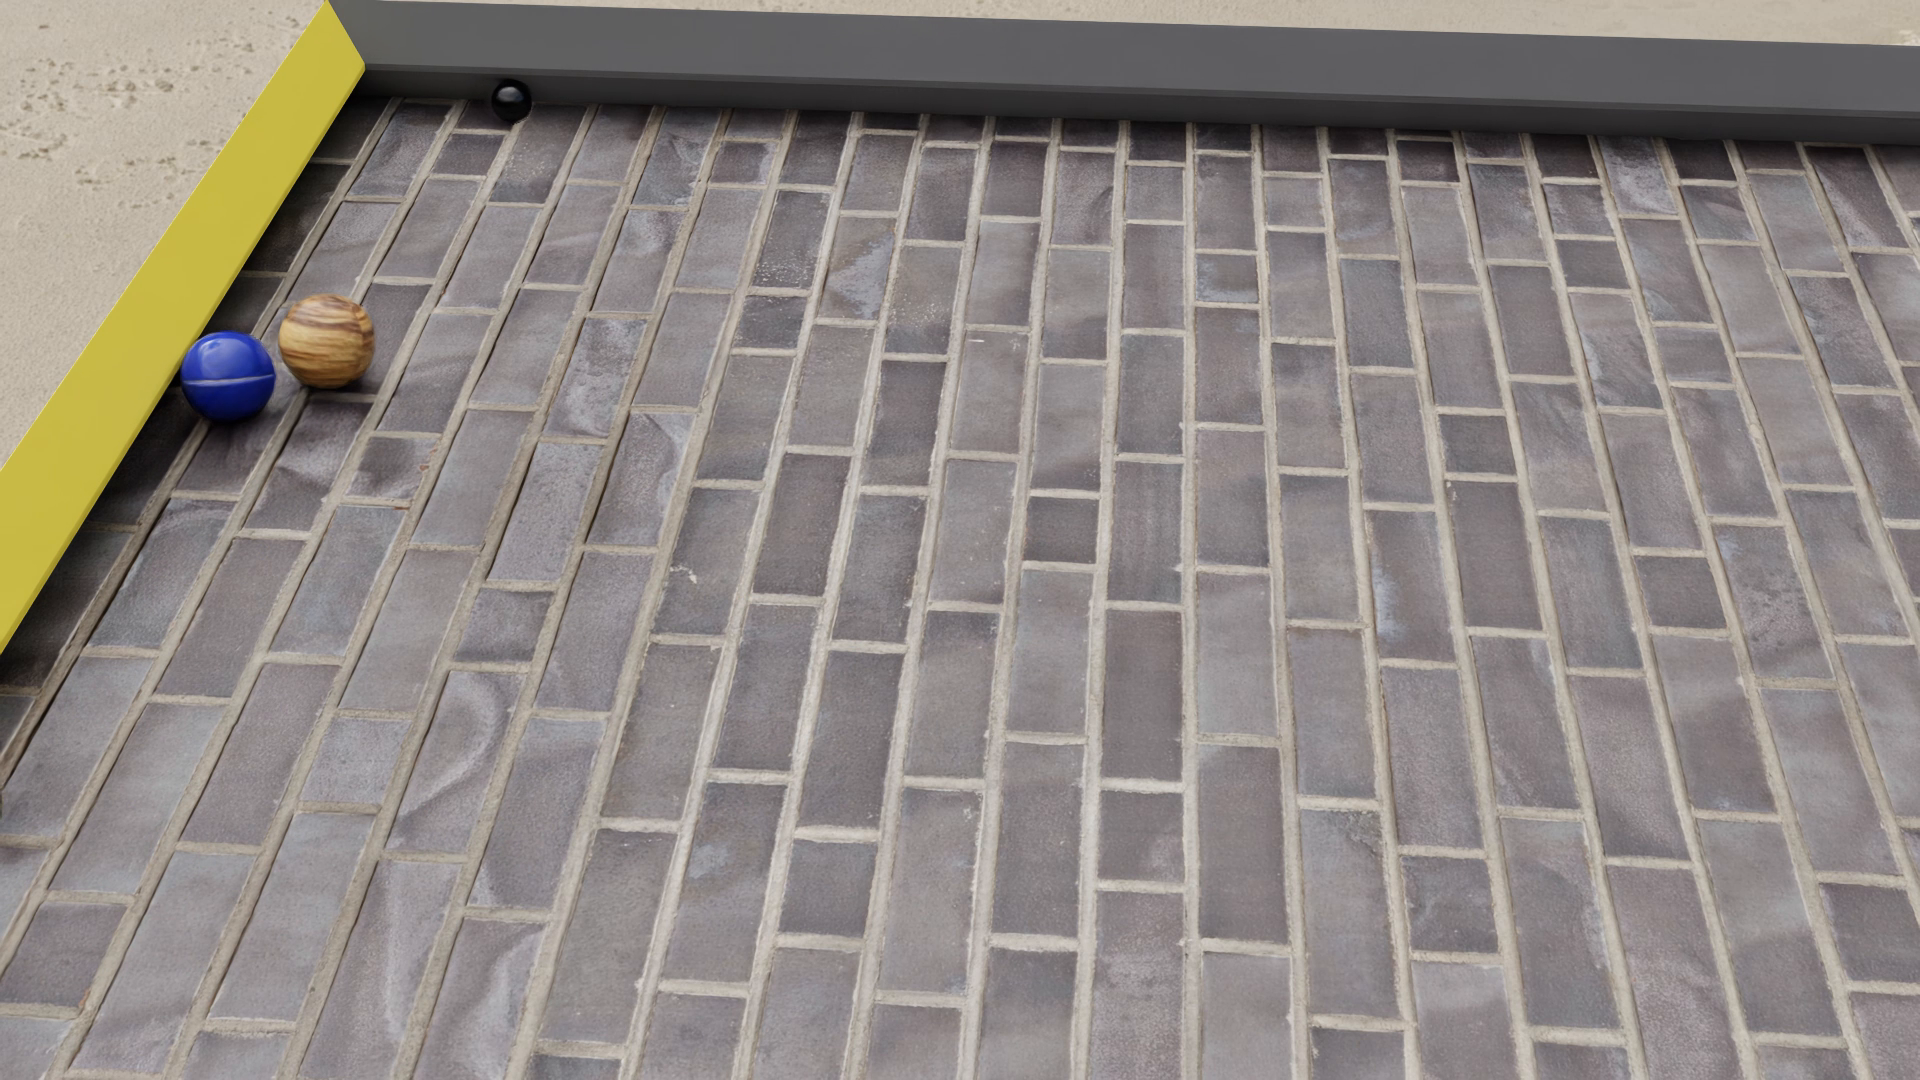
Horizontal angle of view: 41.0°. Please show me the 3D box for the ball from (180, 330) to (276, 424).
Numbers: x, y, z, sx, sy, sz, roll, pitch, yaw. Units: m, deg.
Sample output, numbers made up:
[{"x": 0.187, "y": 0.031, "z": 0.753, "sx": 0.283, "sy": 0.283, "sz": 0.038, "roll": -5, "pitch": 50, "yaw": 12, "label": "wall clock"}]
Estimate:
[{"x": -0.598, "y": -0.133, "z": 2.096, "sx": 0.075, "sy": 0.075, "sz": 0.075, "roll": 0, "pitch": 35, "yaw": 0, "label": "ball"}]

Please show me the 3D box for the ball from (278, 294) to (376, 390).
[{"x": -0.527, "y": -0.165, "z": 2.138, "sx": 0.079, "sy": 0.079, "sz": 0.079, "roll": 0, "pitch": 35, "yaw": 0, "label": "ball"}]

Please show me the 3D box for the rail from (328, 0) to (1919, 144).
[{"x": 0.749, "y": -0.428, "z": 2.492, "sx": 2.778, "sy": 0.103, "sz": 0.045, "roll": 2, "pitch": 35, "yaw": 3, "label": "rail"}]

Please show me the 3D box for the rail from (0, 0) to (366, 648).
[{"x": -0.669, "y": -0.046, "z": 1.944, "sx": 0.045, "sy": 0.103, "sz": 1.587, "roll": 2, "pitch": 35, "yaw": 3, "label": "rail"}]

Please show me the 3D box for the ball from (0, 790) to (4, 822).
[{"x": -0.653, "y": 0.174, "z": 1.672, "sx": 0.056, "sy": 0.056, "sz": 0.056, "roll": 0, "pitch": 35, "yaw": 0, "label": "ball"}]

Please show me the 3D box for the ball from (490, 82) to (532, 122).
[{"x": -0.448, "y": -0.438, "z": 2.563, "sx": 0.040, "sy": 0.040, "sz": 0.040, "roll": 0, "pitch": 35, "yaw": 0, "label": "ball"}]
